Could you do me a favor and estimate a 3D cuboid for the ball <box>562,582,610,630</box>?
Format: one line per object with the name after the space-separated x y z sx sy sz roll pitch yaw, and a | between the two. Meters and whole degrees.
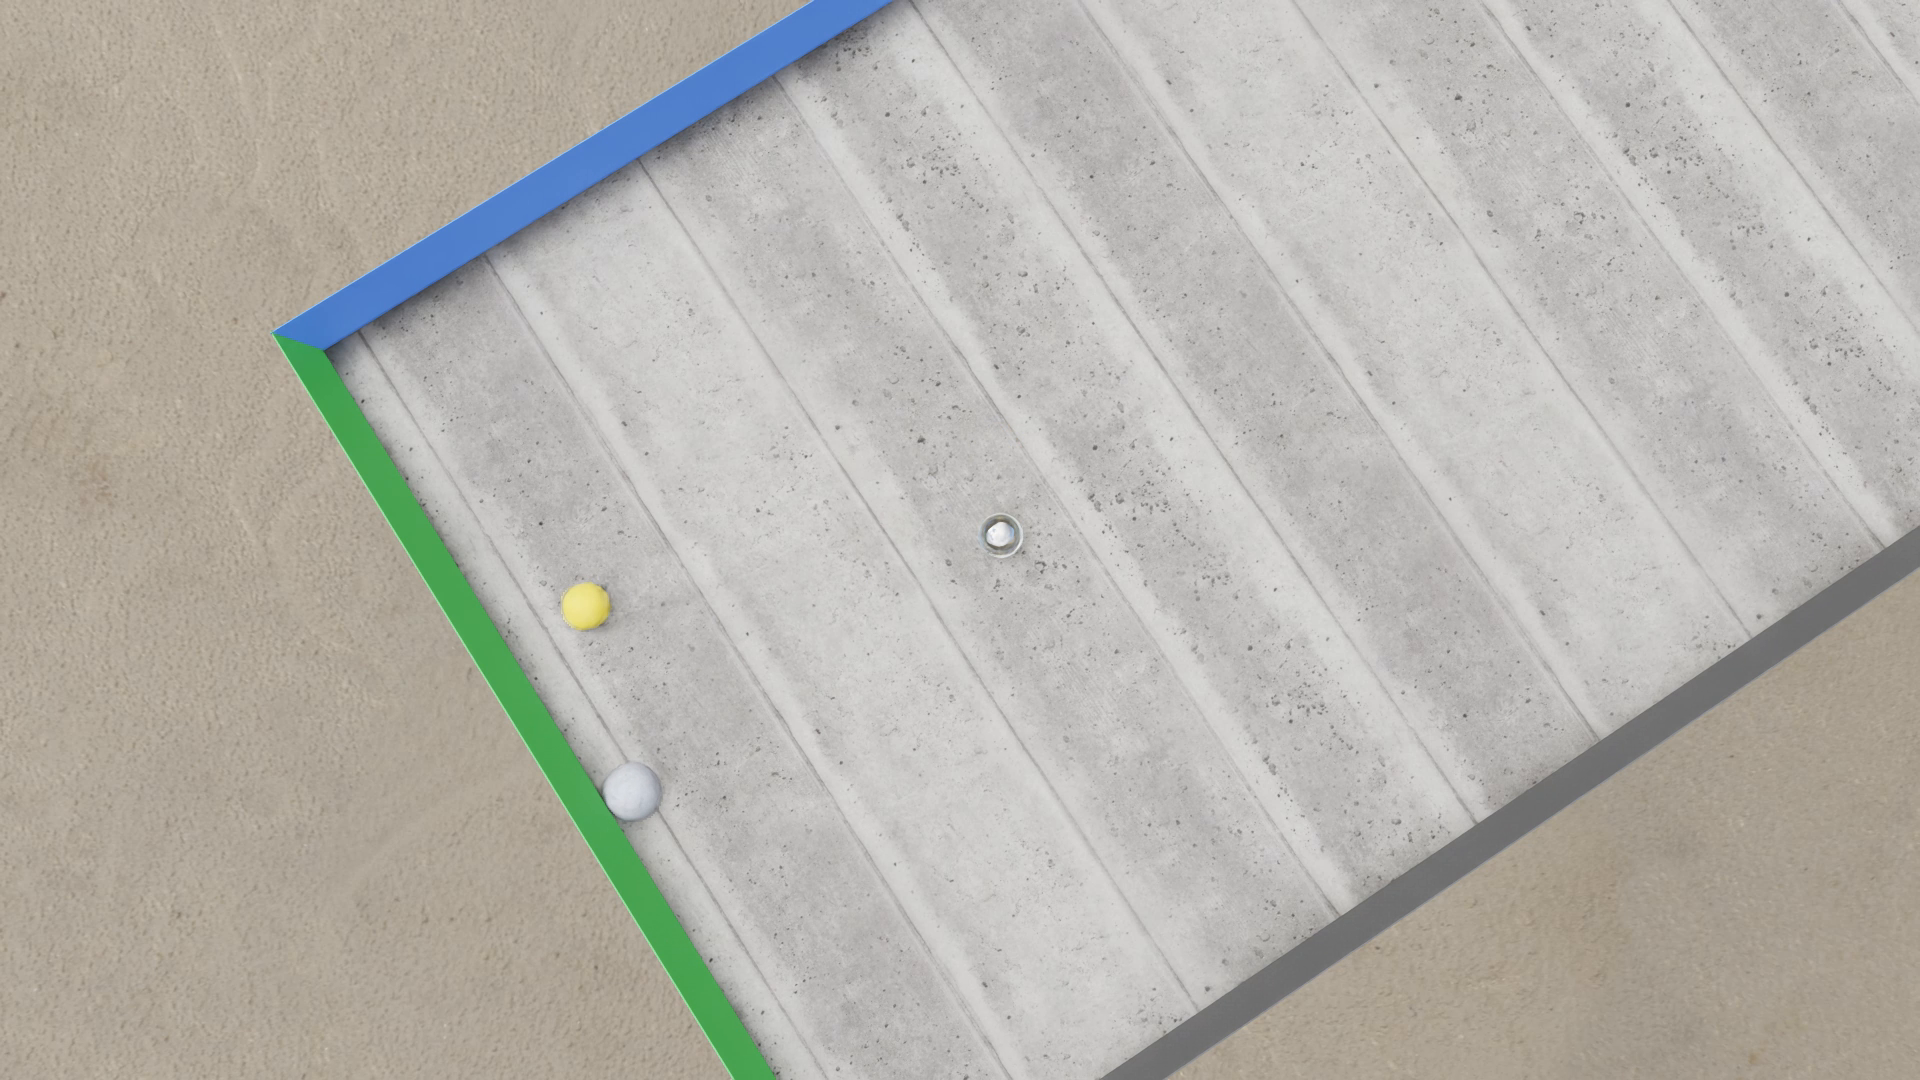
-0.554 0.098 3.264 0.070 0.070 0.070 0 80 0 | ball

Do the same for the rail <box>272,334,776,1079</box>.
-0.560 0.357 3.198 0.045 0.110 1.619 -33 82 -5 | rail

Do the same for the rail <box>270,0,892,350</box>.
0.150 -1.025 3.435 2.769 0.110 0.045 -33 82 -5 | rail

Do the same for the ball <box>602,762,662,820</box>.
-0.479 0.367 3.211 0.085 0.085 0.085 0 80 0 | ball

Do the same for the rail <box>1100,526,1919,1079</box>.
1.009 0.272 3.213 2.769 0.110 0.045 -33 82 -5 | rail

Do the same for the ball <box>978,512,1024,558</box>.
0.061 -0.007 3.284 0.067 0.067 0.067 0 80 0 | ball
